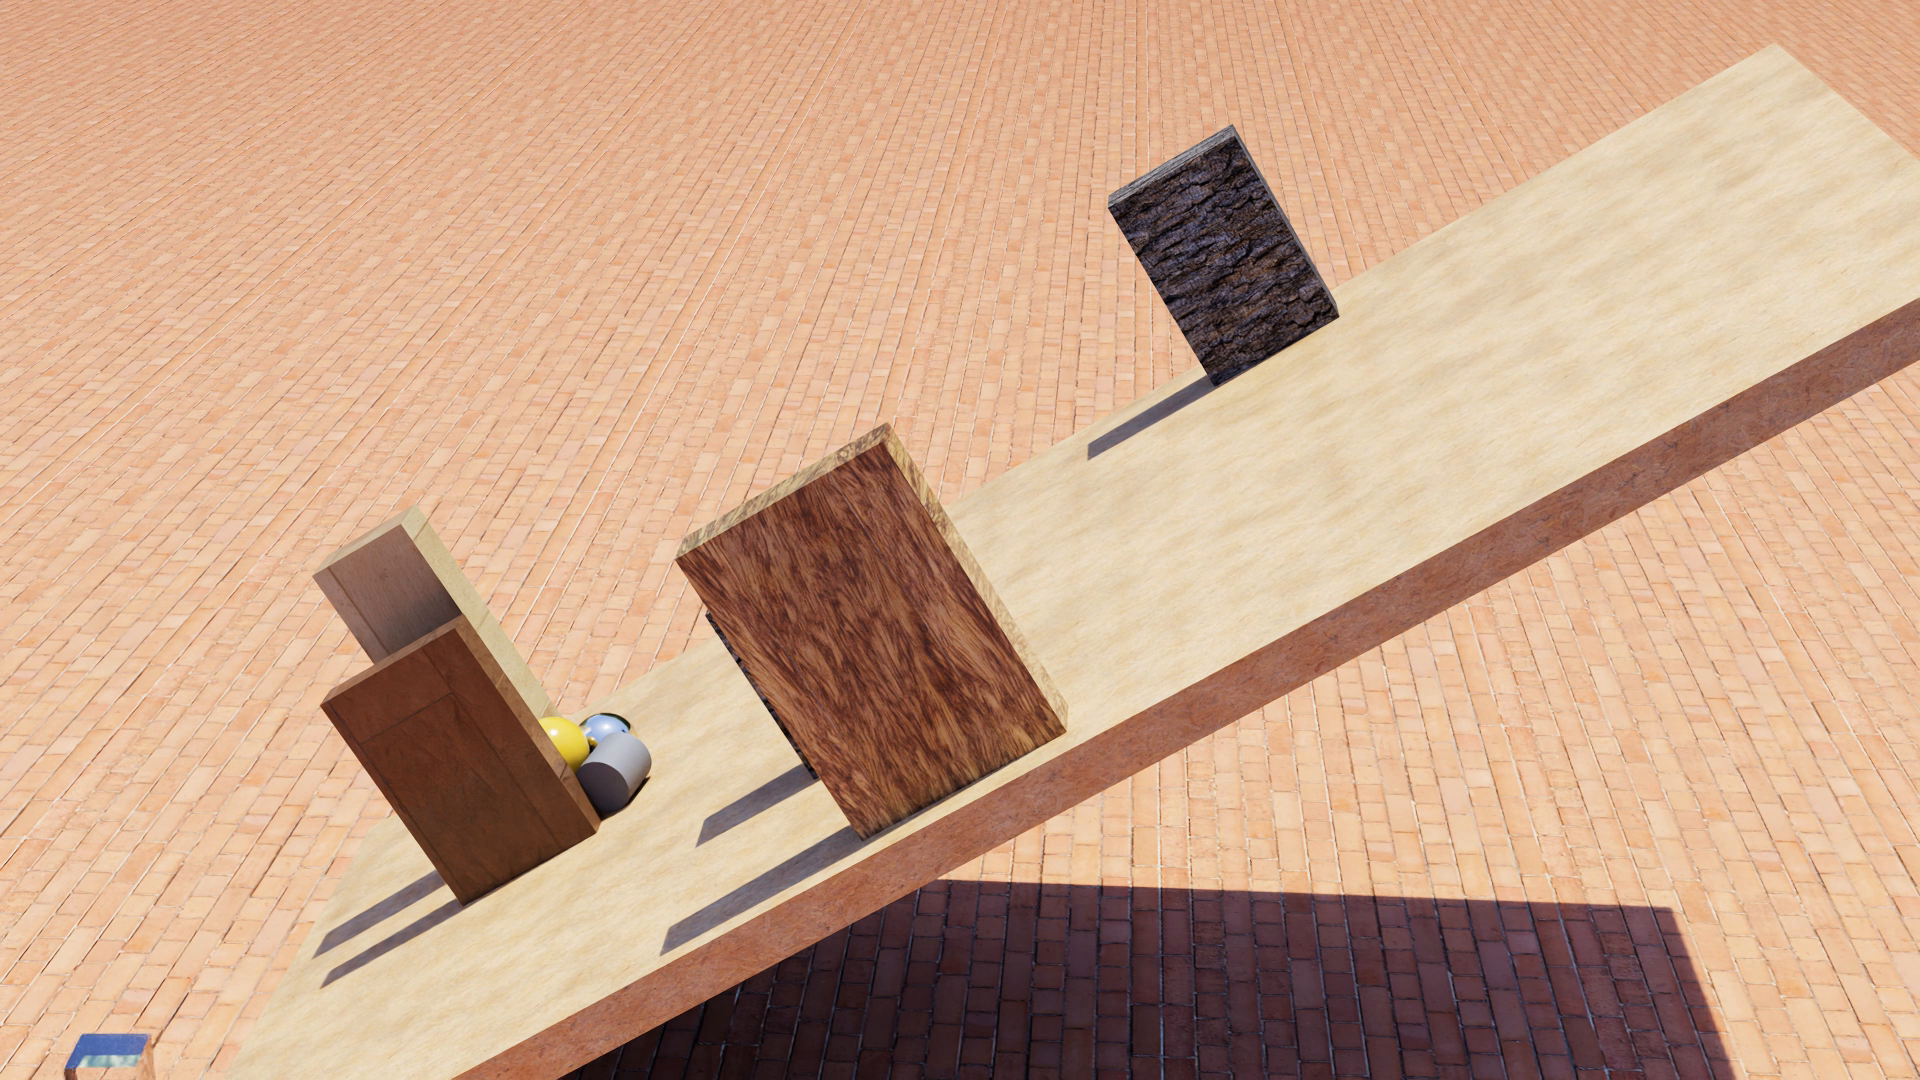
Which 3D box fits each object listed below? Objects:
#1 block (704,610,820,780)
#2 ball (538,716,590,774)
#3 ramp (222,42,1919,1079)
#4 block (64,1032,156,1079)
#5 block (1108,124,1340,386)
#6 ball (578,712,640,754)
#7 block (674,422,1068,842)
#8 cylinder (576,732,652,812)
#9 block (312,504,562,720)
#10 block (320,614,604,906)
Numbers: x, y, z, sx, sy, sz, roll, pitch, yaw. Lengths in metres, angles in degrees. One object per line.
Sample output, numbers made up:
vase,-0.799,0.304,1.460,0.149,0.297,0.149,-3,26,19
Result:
block,-0.230,0.201,5.932,0.393,0.411,0.145,-29,15,13
ball,-0.915,0.479,6.609,0.164,0.164,0.164,0,19,0
ramp,0.142,0.168,6.288,4.000,0.100,2.000,-29,15,13
block,-1.855,1.183,6.429,0.152,0.152,0.152,-1,19,-2
block,0.612,-0.660,6.830,0.332,0.493,0.139,-29,15,13
ball,-0.812,0.474,6.743,0.159,0.159,0.159,0,19,0
block,-0.156,0.173,5.409,0.443,0.644,0.125,-29,15,13
cylinder,-0.775,0.519,6.581,0.130,0.130,0.130,6,29,17
block,-1.143,0.314,6.726,0.246,0.772,0.143,-29,15,13
block,-1.096,0.488,6.488,0.361,0.558,0.090,-29,15,13
